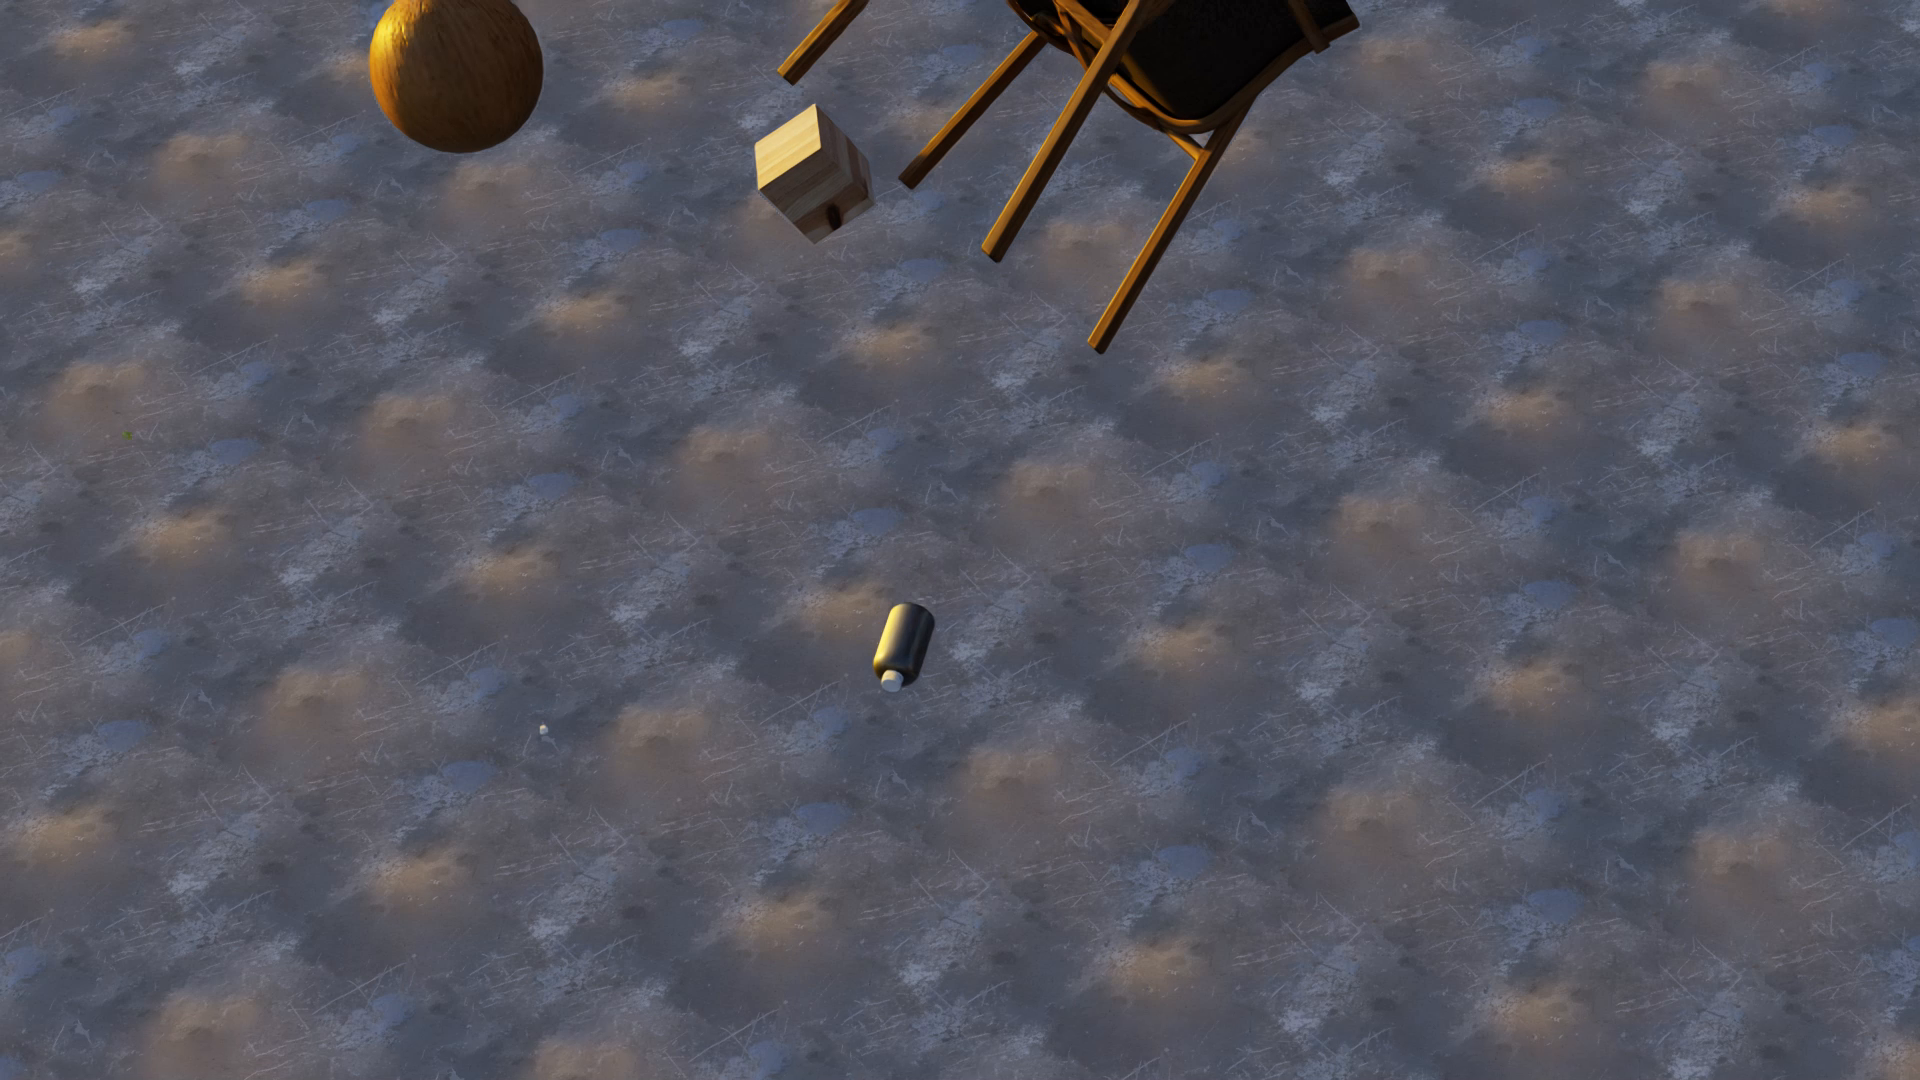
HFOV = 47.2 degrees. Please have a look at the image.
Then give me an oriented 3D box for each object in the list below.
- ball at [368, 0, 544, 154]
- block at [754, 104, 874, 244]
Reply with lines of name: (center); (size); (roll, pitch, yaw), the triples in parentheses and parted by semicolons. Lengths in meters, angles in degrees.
ball: (-0.715, -0.672, 3.125); (0.242, 0.242, 0.242); (0, 56, 0)
block: (-0.311, -0.783, 4.708); (0.165, 0.190, 0.161); (-30, 43, 20)
